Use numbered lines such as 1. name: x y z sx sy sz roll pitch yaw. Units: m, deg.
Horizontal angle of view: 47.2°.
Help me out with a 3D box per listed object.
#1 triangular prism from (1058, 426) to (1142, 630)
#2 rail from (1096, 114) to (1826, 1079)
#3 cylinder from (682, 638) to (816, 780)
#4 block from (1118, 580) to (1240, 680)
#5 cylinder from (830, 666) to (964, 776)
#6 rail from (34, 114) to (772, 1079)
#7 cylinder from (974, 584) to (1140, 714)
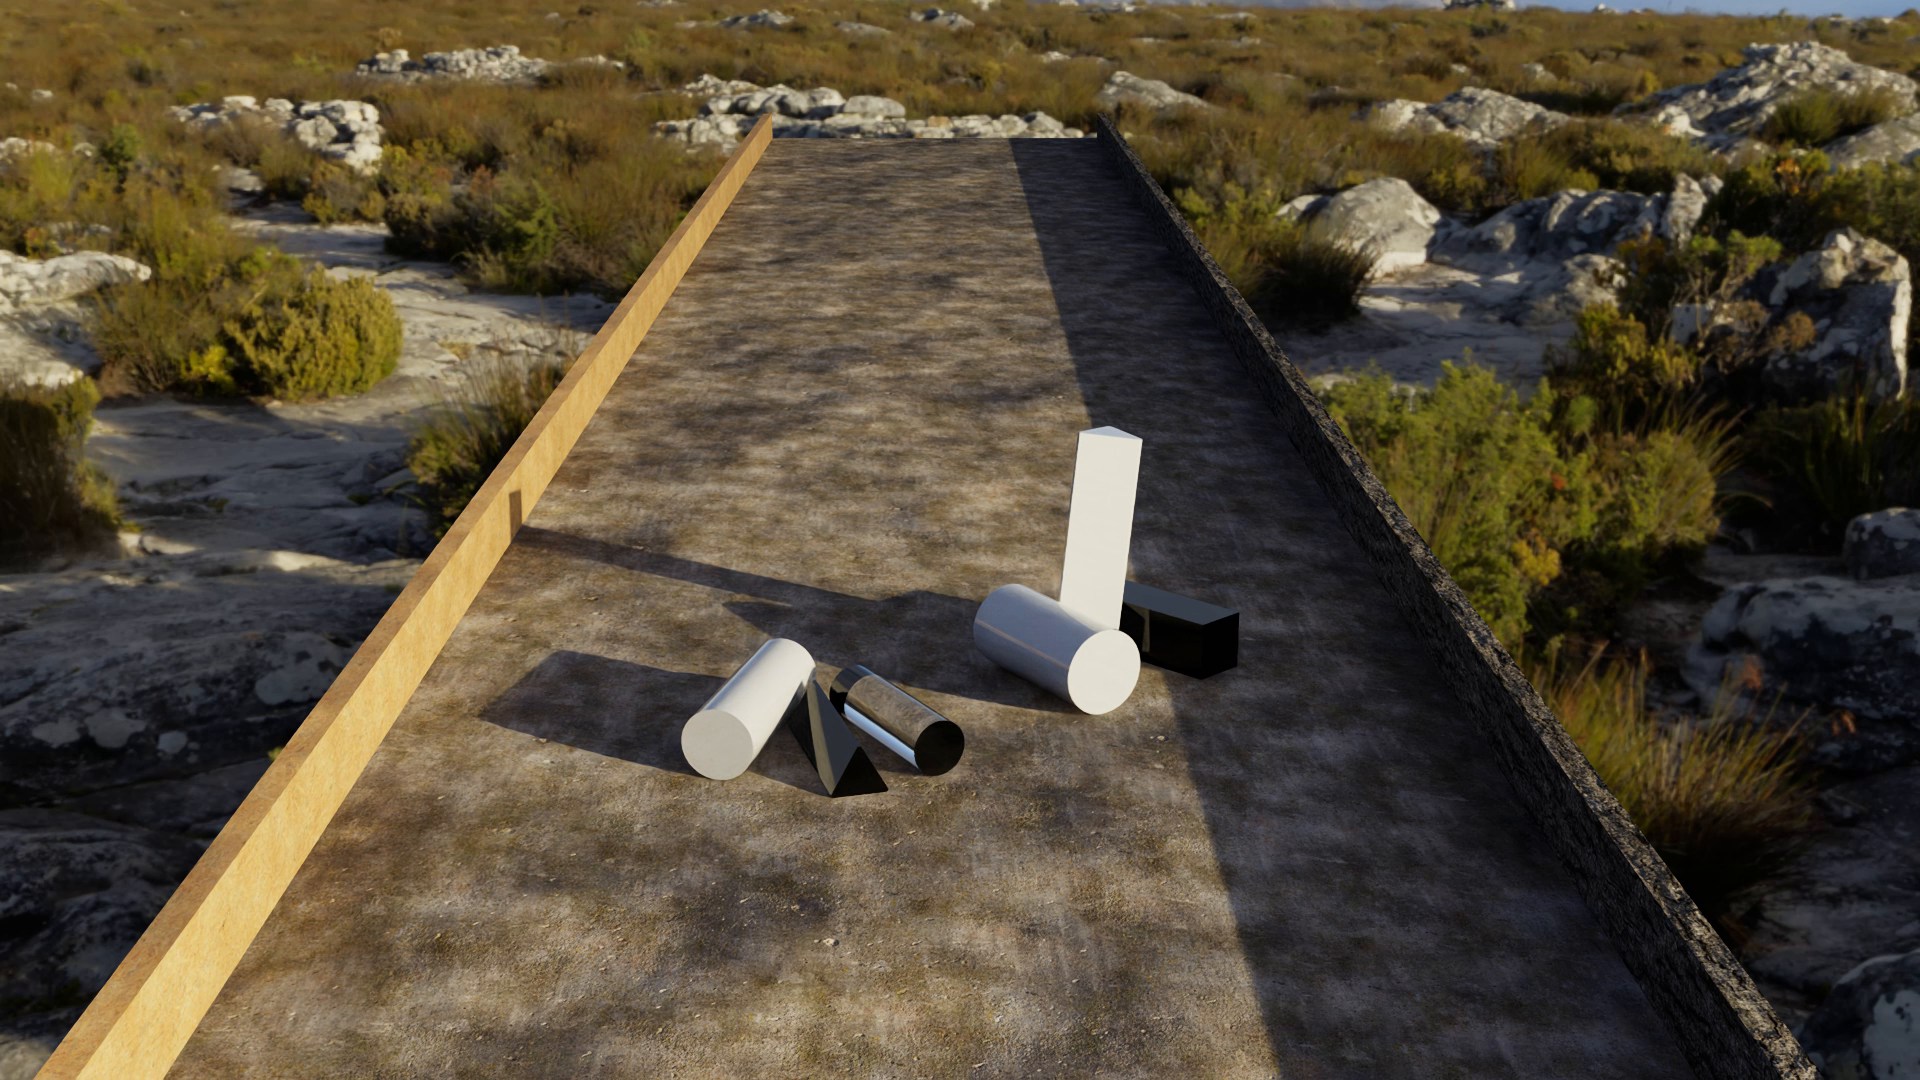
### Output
1. triangular prism: 0.273 0.007 4.393 0.123 0.459 0.107 6 14 2
2. rail: 0.932 -0.844 7.801 0.050 0.150 12.000 0 17 -1
3. cylinder: -0.378 0.301 3.983 0.131 0.131 0.383 4 17 12
4. block: 0.398 0.175 4.438 0.113 0.113 0.326 -16 23 -42
5. cylinder: -0.117 0.322 3.964 0.102 0.102 0.326 -9 19 -29
6. rail: -1.118 -0.838 7.780 0.050 0.150 12.000 0 17 -1
7. cylinder: 0.183 0.207 4.243 0.165 0.165 0.331 -10 19 -30
